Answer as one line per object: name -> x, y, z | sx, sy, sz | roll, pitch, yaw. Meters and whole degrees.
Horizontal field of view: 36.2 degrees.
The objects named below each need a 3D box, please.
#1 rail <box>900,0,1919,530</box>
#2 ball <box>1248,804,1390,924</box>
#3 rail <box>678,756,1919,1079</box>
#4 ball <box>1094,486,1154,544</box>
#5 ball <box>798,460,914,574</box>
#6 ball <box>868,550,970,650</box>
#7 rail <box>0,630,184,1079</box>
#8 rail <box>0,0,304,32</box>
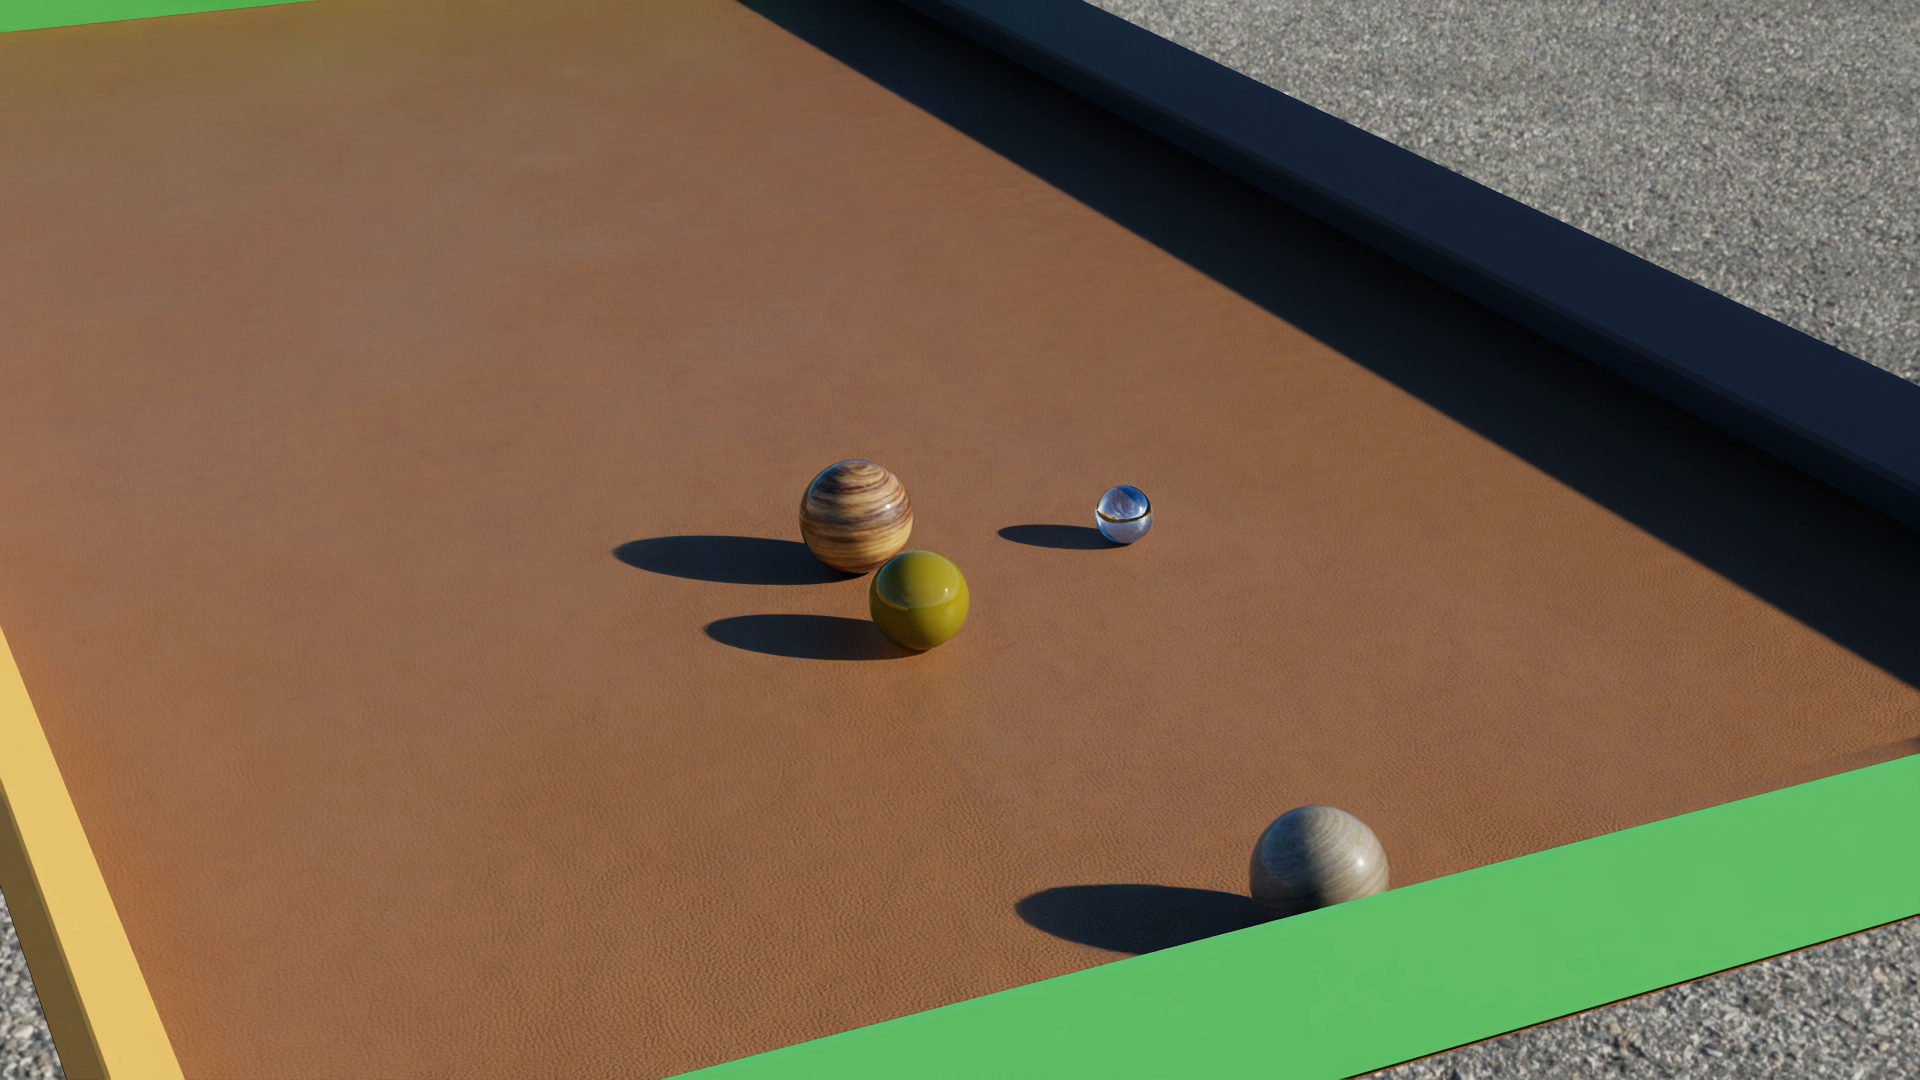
rail -> 0.340, -0.390, 3.031 | 0.045, 0.112, 2.734 | -11, 26, -23
ball -> 0.212, 0.198, 1.739 | 0.083, 0.083, 0.083 | 0, 24, 0
rail -> 0.282, 0.221, 1.646 | 1.448, 0.112, 0.045 | -11, 26, -23
ball -> 0.127, -0.020, 2.278 | 0.046, 0.046, 0.046 | 0, 24, 0
ball -> -0.079, -0.018, 2.222 | 0.087, 0.087, 0.087 | 0, 24, 0
ball -> -0.029, 0.043, 2.103 | 0.072, 0.072, 0.072 | 0, 24, 0
rail -> -0.925, -0.148, 2.483 | 0.045, 0.112, 2.734 | -11, 26, -23
rail -> -0.868, -0.759, 3.868 | 1.448, 0.112, 0.045 | -11, 26, -23
